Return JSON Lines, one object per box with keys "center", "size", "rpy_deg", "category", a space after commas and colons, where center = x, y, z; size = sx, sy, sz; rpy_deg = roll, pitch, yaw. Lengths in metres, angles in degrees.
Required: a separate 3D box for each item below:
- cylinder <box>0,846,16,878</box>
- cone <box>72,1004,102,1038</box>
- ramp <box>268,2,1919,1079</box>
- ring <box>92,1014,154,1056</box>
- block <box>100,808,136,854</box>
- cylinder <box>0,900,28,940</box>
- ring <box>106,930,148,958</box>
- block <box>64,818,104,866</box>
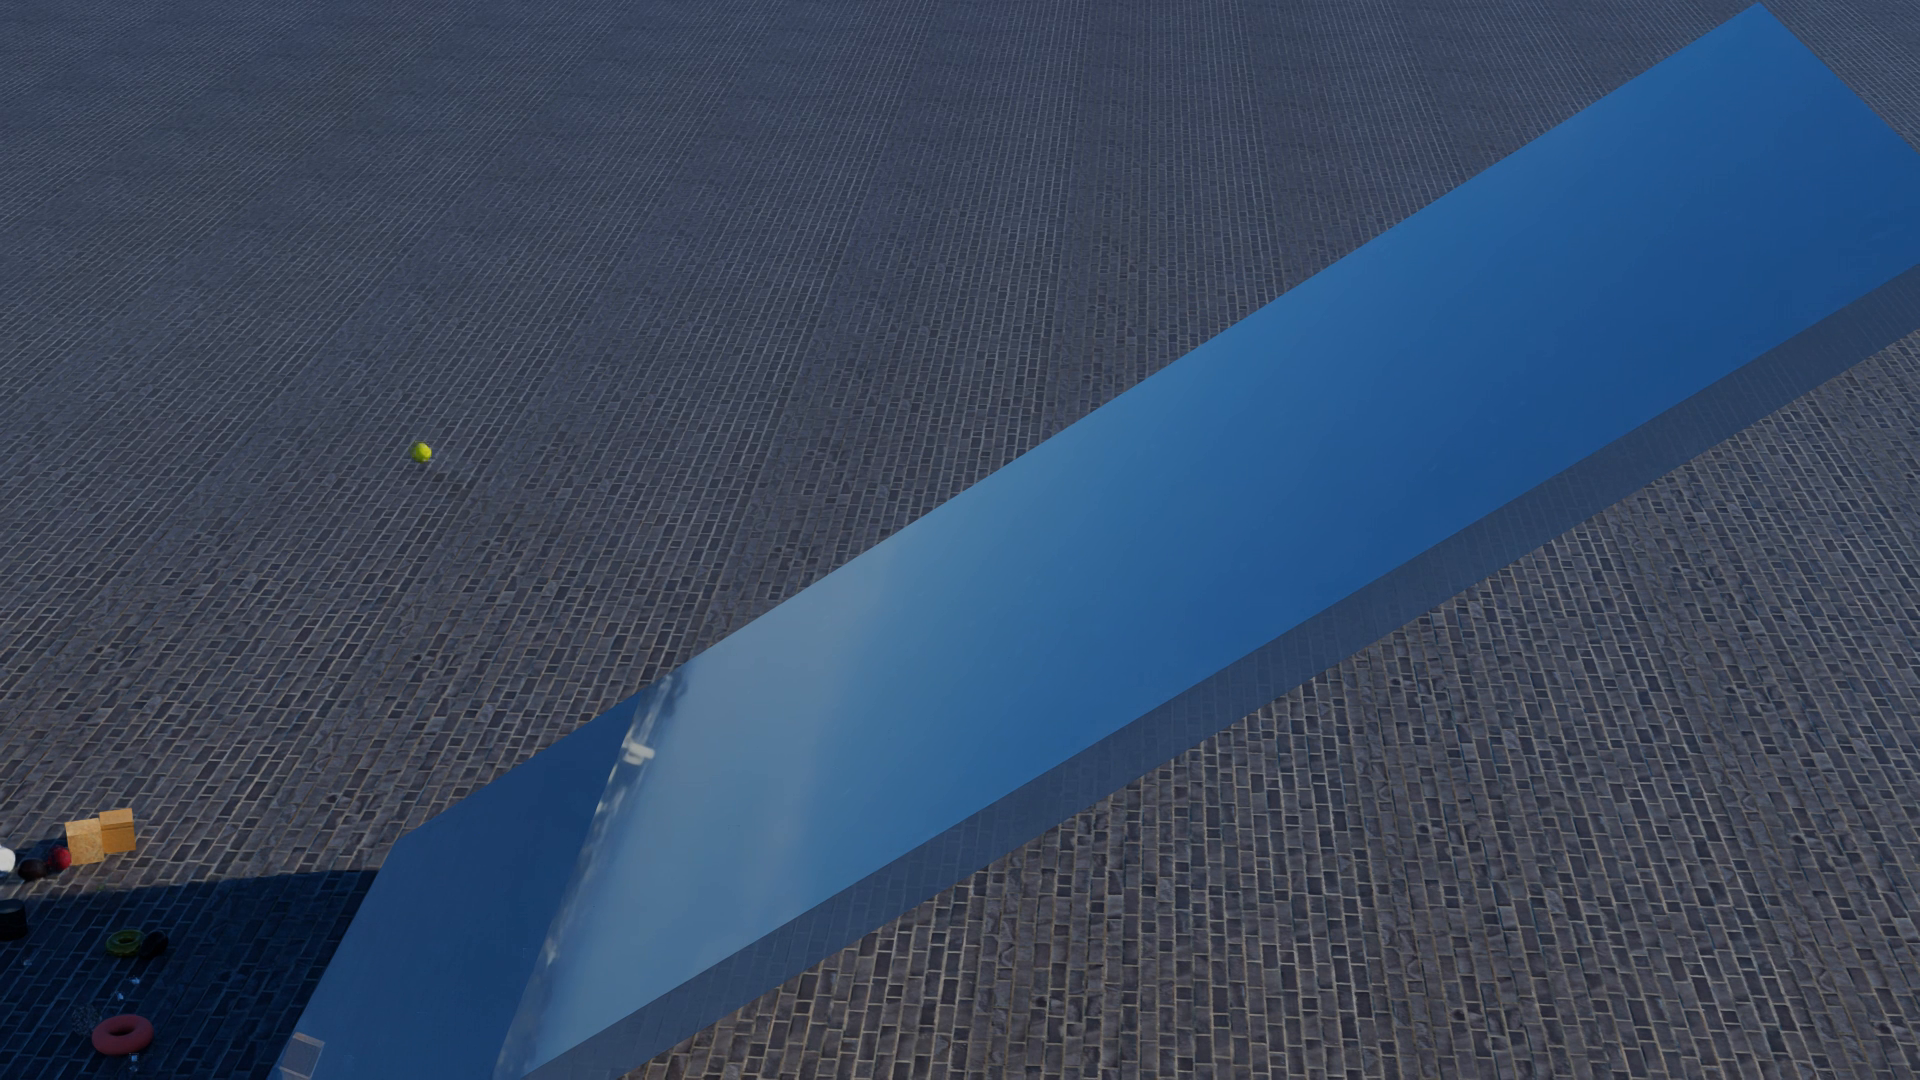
{"center": [-2.535, 0.837, 7.714], "size": [0.079, 0.079, 0.079], "rpy_deg": [14, 25, 32], "category": "cylinder"}
{"center": [-2.054, 1.138, 6.978], "size": [0.079, 0.079, 0.079], "rpy_deg": [4, -5, 11], "category": "cone"}
{"center": [0.138, 0.172, 6.300], "size": [4.000, 0.100, 2.000], "rpy_deg": [-31, 16, 14], "category": "ramp"}
{"center": [-1.964, 1.162, 6.900], "size": [0.143, 0.048, 0.143], "rpy_deg": [0, 22, 0], "category": "ring"}
{"center": [-2.251, 0.778, 7.860], "size": [0.085, 0.085, 0.085], "rpy_deg": [-6, 22, -16], "category": "block"}
{"center": [-2.390, 0.956, 7.400], "size": [0.077, 0.077, 0.077], "rpy_deg": [0, 21, 0], "category": "cylinder"}
{"center": [-2.076, 1.006, 7.329], "size": [0.106, 0.035, 0.106], "rpy_deg": [0, 22, 0], "category": "ring"}
{"center": [-2.321, 0.800, 7.798], "size": [0.087, 0.087, 0.087], "rpy_deg": [-7, 22, -18], "category": "block"}
